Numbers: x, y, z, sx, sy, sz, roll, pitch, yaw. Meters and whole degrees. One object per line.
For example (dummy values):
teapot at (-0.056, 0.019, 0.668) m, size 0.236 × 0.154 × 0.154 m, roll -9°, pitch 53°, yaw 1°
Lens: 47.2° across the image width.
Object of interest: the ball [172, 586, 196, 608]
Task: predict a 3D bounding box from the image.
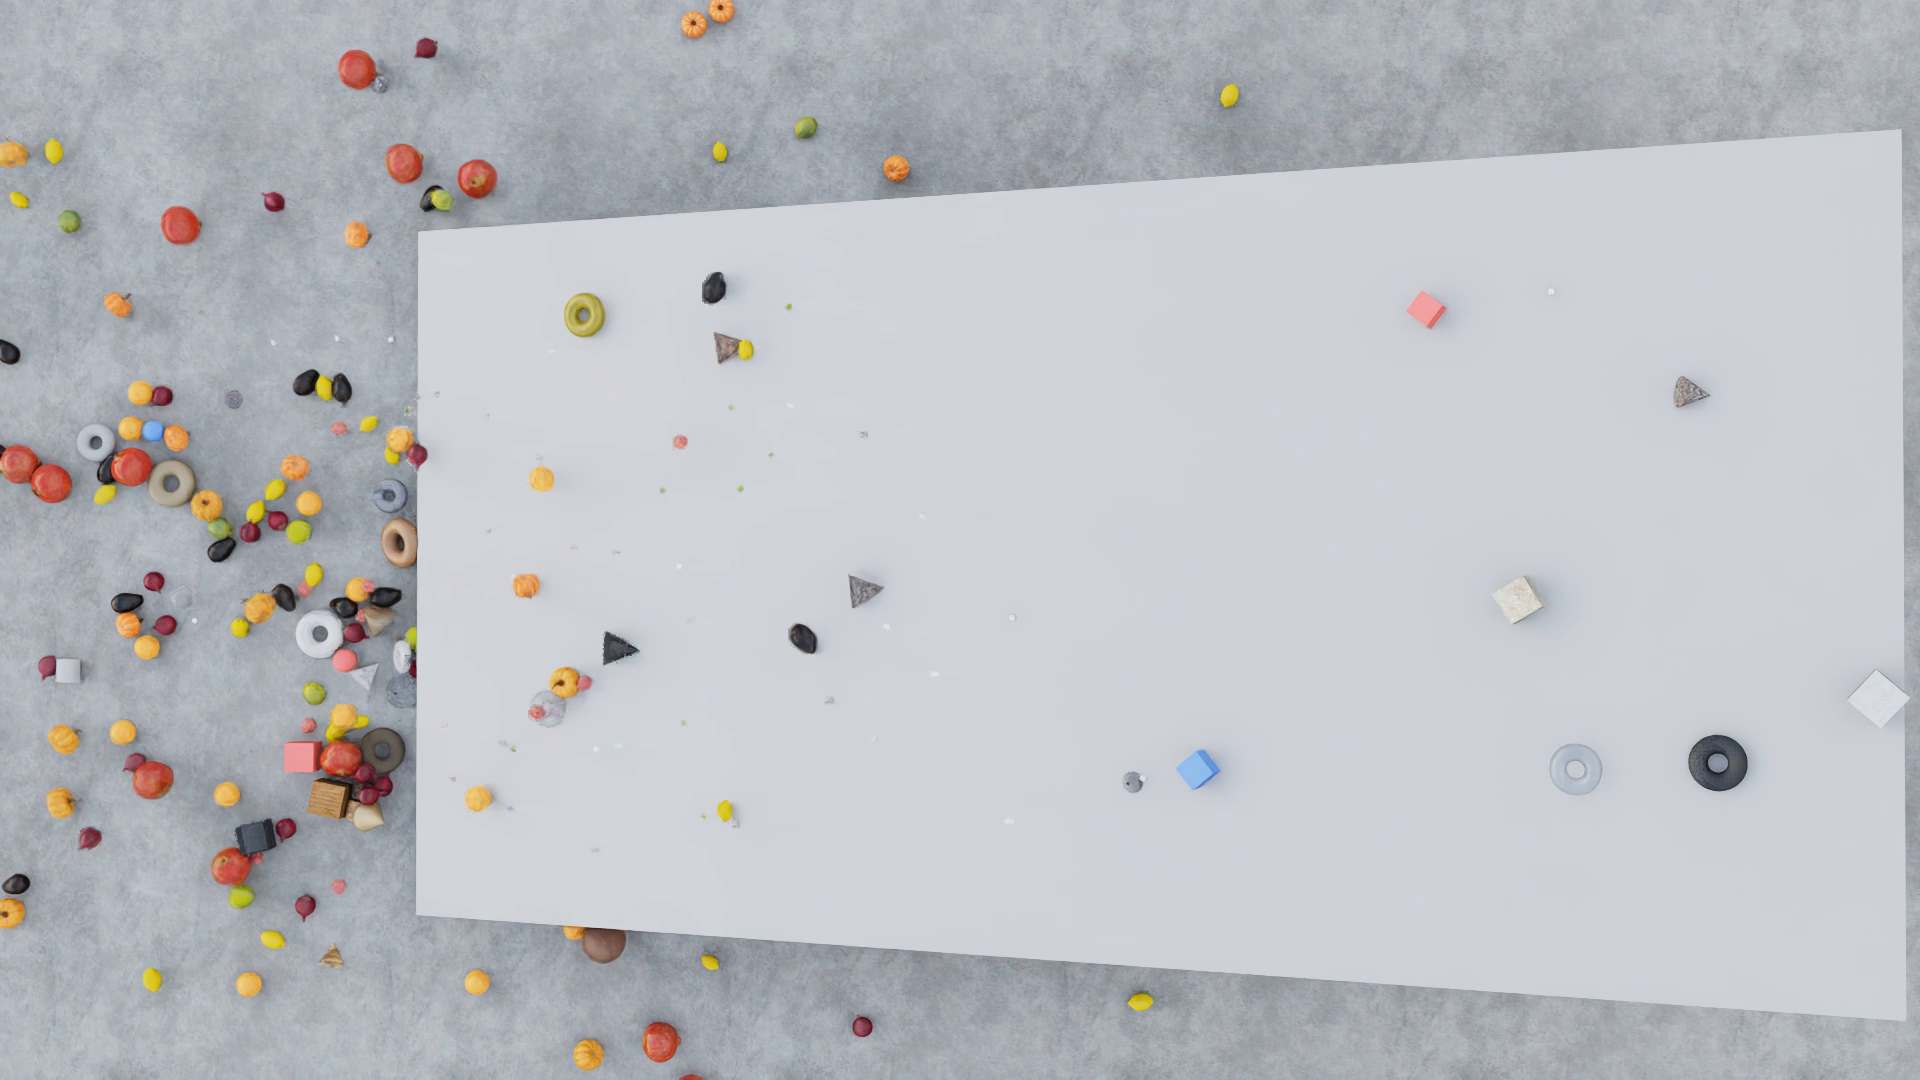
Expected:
ball at (-2.295, 0.170, 6.496) m, size 0.066 × 0.066 × 0.066 m, roll 0°, pitch 89°, yaw 0°

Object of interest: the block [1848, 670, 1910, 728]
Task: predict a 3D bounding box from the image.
block at (2.049, 0.353, 4.907) m, size 0.092 × 0.092 × 0.092 m, roll 44°, pitch 105°, yaw 17°

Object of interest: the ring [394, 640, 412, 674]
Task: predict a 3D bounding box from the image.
ring at (-1.645, 0.344, 6.484) m, size 0.033 × 0.098 × 0.098 m, roll -2°, pitch 89°, yaw -33°

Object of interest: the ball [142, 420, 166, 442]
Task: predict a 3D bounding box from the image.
ball at (-2.385, -0.320, 6.503) m, size 0.065 × 0.065 × 0.065 m, roll 0°, pitch 89°, yaw 0°

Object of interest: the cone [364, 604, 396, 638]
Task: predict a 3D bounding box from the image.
cone at (-1.726, 0.255, 6.507) m, size 0.094 × 0.094 × 0.094 m, roll 23°, pitch 116°, yaw 0°

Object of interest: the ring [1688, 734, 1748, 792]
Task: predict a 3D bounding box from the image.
ring at (1.743, 0.513, 5.056) m, size 0.131 × 0.044 × 0.131 m, roll 0°, pitch 90°, yaw 21°

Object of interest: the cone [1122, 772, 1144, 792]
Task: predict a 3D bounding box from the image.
cone at (0.430, 0.617, 5.581) m, size 0.055 × 0.055 × 0.055 m, roll 0°, pitch 89°, yaw 22°

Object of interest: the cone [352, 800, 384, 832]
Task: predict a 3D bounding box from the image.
cone at (-1.714, 0.820, 6.453) m, size 0.096 × 0.096 × 0.096 m, roll -10°, pitch 105°, yaw -43°

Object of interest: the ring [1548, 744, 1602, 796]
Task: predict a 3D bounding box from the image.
ring at (1.449, 0.540, 5.175) m, size 0.124 × 0.041 × 0.124 m, roll 1°, pitch 93°, yaw 24°

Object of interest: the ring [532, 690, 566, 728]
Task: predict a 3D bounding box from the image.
ring at (-1.169, 0.477, 6.243) m, size 0.108 × 0.036 × 0.108 m, roll 0°, pitch 91°, yaw 22°

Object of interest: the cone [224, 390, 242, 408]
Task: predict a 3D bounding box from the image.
cone at (-2.159, -0.417, 6.509) m, size 0.055 × 0.055 × 0.055 m, roll 0°, pitch 89°, yaw 0°

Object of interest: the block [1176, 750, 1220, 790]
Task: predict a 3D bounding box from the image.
block at (0.596, 0.575, 5.506) m, size 0.069 × 0.069 × 0.069 m, roll -42°, pitch 75°, yaw 16°

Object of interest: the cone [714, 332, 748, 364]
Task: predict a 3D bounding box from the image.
cone at (-0.624, -0.534, 6.031) m, size 0.092 × 0.092 × 0.092 m, roll -9°, pitch 89°, yaw -5°

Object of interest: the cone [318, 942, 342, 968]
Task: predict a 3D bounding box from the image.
cone at (-1.857, 1.222, 6.500) m, size 0.070 × 0.070 × 0.070 m, roll 0°, pitch 63°, yaw 0°

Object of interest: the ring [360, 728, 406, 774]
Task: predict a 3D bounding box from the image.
ring at (-1.708, 0.622, 6.501) m, size 0.135 × 0.045 × 0.135 m, roll 0°, pitch 91°, yaw 1°

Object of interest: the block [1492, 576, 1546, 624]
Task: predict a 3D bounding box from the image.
block at (1.325, 0.142, 5.208) m, size 0.084 × 0.084 × 0.084 m, roll -34°, pitch 77°, yaw 18°

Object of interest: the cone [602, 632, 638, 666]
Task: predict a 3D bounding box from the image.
cone at (-0.944, 0.305, 6.149) m, size 0.098 × 0.098 × 0.098 m, roll 3°, pitch 89°, yaw -4°

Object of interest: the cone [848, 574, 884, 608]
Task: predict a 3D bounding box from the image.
cone at (-0.247, 0.131, 5.870) m, size 0.092 × 0.092 × 0.092 m, roll -8°, pitch 89°, yaw -5°

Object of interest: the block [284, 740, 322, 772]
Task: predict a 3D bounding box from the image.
block at (-1.936, 0.638, 6.481) m, size 0.085 × 0.085 × 0.085 m, roll 1°, pitch 89°, yaw 0°

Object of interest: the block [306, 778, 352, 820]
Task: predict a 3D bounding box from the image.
block at (-1.853, 0.761, 6.474) m, size 0.096 × 0.096 × 0.096 m, roll 12°, pitch 89°, yaw 0°

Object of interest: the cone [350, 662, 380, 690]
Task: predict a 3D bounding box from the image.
cone at (-1.748, 0.390, 6.509) m, size 0.078 × 0.078 × 0.078 m, roll 43°, pitch 63°, yaw 0°

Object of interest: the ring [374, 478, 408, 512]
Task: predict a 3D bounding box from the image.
ring at (-1.689, -0.131, 6.516) m, size 0.103 × 0.034 × 0.103 m, roll 0°, pitch 90°, yaw 1°

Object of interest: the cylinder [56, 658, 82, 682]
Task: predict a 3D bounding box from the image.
cylinder at (-2.632, 0.384, 6.492) m, size 0.068 × 0.068 × 0.068 m, roll 2°, pitch 89°, yaw 0°

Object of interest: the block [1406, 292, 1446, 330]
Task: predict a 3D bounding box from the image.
block at (1.126, -0.556, 5.309) m, size 0.062 × 0.062 × 0.062 m, roll 40°, pitch 103°, yaw 18°

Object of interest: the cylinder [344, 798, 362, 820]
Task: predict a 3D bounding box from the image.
cylinder at (-1.782, 0.799, 6.492) m, size 0.059 × 0.059 × 0.059 m, roll 20°, pitch 73°, yaw 0°

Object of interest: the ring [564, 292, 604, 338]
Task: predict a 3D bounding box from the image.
ring at (-1.060, -0.636, 6.209) m, size 0.128 × 0.043 × 0.128 m, roll 0°, pitch 90°, yaw 21°

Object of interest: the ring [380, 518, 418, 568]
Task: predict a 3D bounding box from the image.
ring at (-1.647, 0.008, 6.480) m, size 0.150 × 0.050 × 0.150 m, roll 7°, pitch 104°, yaw 32°

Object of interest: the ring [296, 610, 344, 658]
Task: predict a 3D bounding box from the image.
ring at (-1.892, 0.278, 6.504) m, size 0.145 × 0.048 × 0.145 m, roll 0°, pitch 88°, yaw 1°

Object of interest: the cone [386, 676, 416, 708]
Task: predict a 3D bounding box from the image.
cone at (-1.656, 0.450, 6.476) m, size 0.099 × 0.099 × 0.099 m, roll 0°, pitch 89°, yaw 0°

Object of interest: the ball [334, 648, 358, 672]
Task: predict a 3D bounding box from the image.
ball at (-1.814, 0.356, 6.492) m, size 0.070 × 0.070 × 0.070 m, roll 0°, pitch 89°, yaw 0°

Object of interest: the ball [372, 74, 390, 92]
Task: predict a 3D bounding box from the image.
ball at (-1.719, -1.355, 6.523) m, size 0.050 × 0.050 × 0.050 m, roll 0°, pitch 89°, yaw 0°

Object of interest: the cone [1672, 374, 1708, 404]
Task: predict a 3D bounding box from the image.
cone at (1.702, -0.339, 5.088) m, size 0.074 × 0.074 × 0.074 m, roll 15°, pitch 89°, yaw -18°

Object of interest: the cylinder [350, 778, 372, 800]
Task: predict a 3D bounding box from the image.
cylinder at (-1.769, 0.736, 6.494) m, size 0.055 × 0.055 × 0.055 m, roll 15°, pitch 89°, yaw 0°

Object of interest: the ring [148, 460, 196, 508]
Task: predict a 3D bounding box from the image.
ring at (-2.334, -0.167, 6.509) m, size 0.143 × 0.048 × 0.143 m, roll 0°, pitch 88°, yaw -2°

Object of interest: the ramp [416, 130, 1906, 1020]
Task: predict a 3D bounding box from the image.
ramp at (0.283, 0.086, 5.731) m, size 4.000 × 0.100 × 2.000 m, roll 0°, pitch 89°, yaw 22°

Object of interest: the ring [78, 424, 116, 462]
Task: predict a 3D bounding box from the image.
ring at (-2.559, -0.288, 6.516) m, size 0.115 × 0.038 × 0.115 m, roll 0°, pitch 90°, yaw -1°

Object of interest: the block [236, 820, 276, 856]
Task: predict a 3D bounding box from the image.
block at (-2.073, 0.876, 6.479) m, size 0.082 × 0.082 × 0.082 m, roll -11°, pitch 89°, yaw 0°
